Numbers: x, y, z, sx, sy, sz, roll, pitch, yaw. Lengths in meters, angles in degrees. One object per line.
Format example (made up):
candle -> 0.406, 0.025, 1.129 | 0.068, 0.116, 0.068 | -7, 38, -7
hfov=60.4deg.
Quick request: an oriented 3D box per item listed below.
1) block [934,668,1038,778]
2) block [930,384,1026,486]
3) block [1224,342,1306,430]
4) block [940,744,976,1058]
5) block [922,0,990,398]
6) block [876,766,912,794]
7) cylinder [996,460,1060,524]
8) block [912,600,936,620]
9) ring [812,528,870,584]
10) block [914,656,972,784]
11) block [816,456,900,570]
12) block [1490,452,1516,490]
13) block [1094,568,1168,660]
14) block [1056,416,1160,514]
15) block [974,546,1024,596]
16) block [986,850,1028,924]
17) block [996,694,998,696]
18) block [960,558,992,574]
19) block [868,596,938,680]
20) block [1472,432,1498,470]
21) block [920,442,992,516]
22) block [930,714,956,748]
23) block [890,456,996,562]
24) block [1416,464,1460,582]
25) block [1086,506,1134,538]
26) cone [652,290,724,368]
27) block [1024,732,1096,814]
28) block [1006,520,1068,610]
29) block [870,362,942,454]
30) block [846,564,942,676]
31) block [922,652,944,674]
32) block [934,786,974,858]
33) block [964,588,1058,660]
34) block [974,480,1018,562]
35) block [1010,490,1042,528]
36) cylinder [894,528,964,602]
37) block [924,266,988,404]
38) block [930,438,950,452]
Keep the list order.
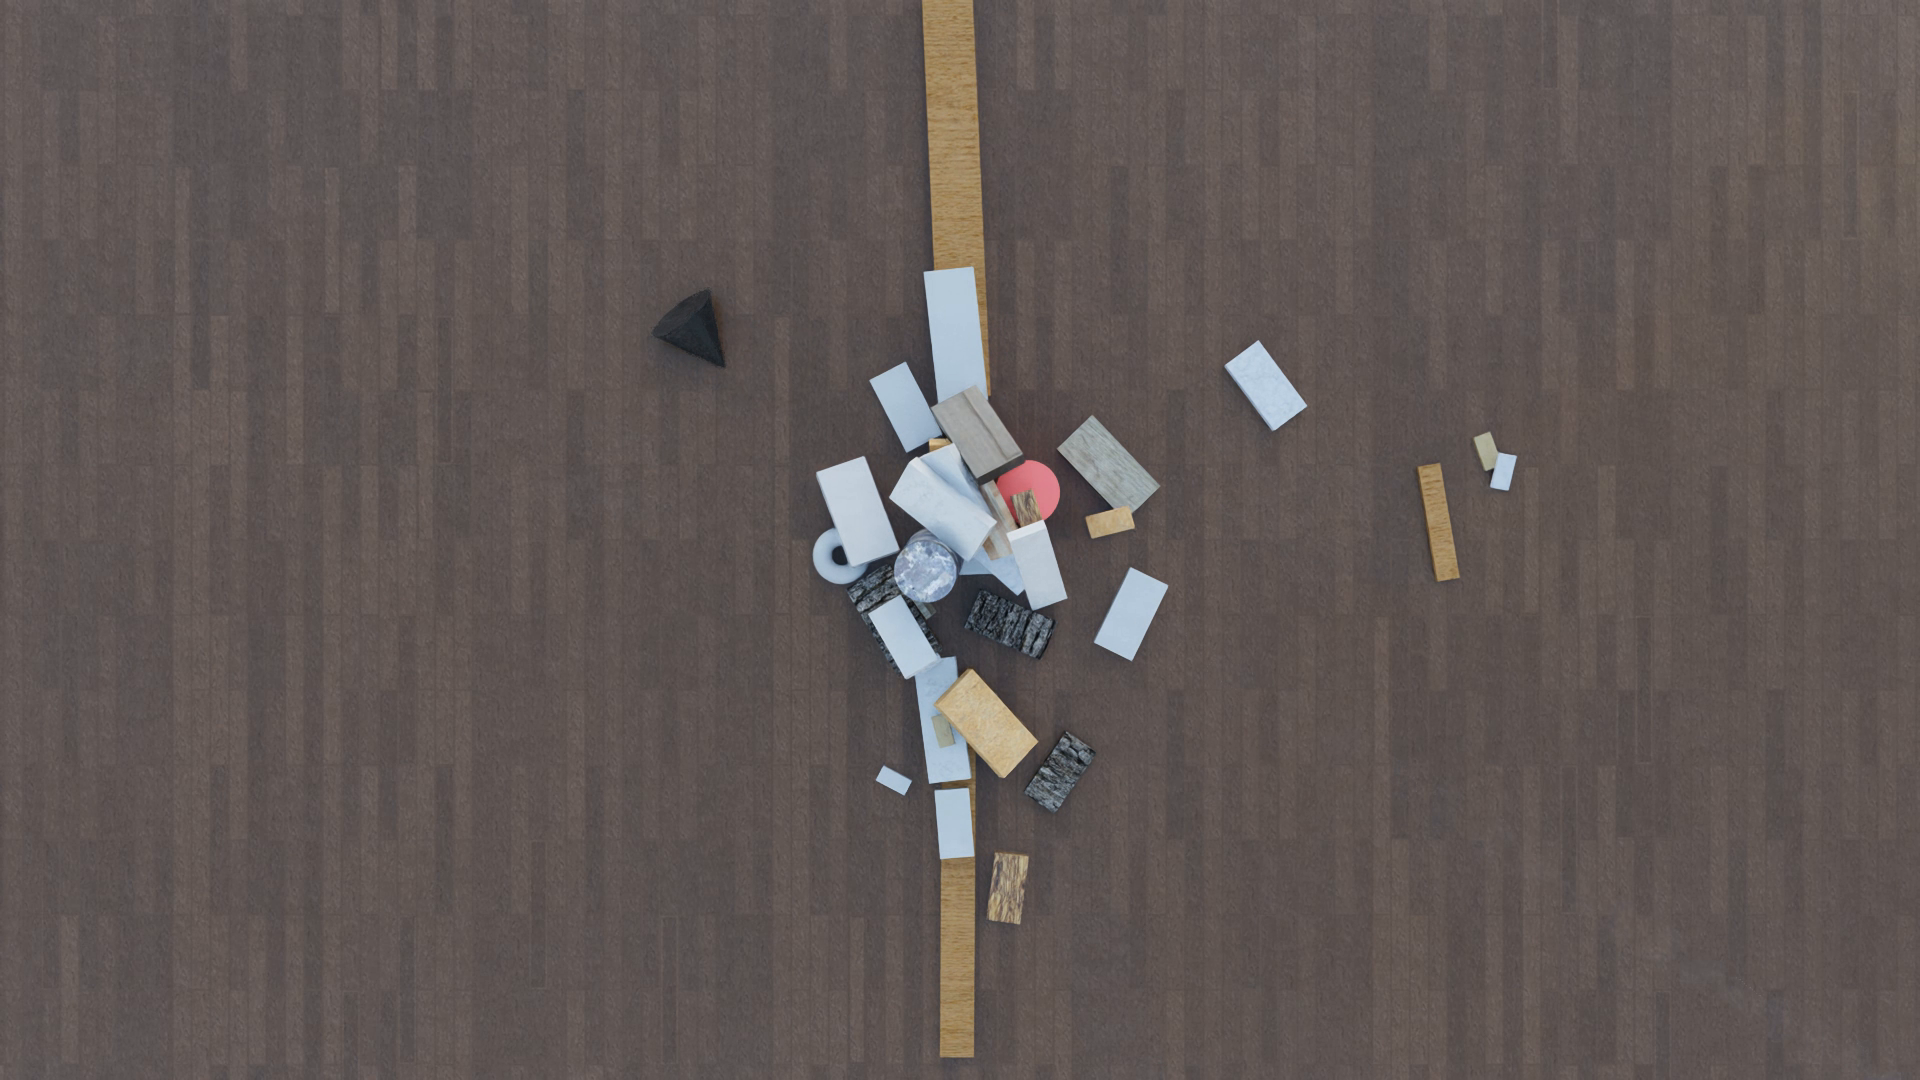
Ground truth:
block -> 0.085, 0.602, 5.422 | 0.167, 0.047, 0.335 | -45, 101, -17
block -> 0.056, -0.337, 5.285 | 0.167, 0.047, 0.335 | -28, 56, -6
block -> 1.015, -0.512, 5.481 | 0.135, 0.038, 0.271 | -37, 90, 0
block -> -0.006, 1.099, 5.484 | 0.113, 0.032, 1.233 | 0, 90, 0
block -> -0.012, -1.134, 5.476 | 0.167, 0.047, 1.324 | -3, 90, 0
block -> -0.220, 0.801, 5.492 | 0.107, 0.015, 0.054 | 28, 90, 0
cylinder -> 0.217, -0.153, 5.397 | 0.207, 0.207, 0.207 | 0, 90, 0
block -> -0.141, 0.185, 5.458 | 0.023, 0.080, 0.160 | -36, 90, 14
ring -> -0.392, 0.051, 5.468 | 0.191, 0.064, 0.191 | 0, 90, -4
block -> -0.058, 0.593, 5.448 | 0.139, 0.039, 0.404 | -8, 89, 7
block -> -0.338, -0.091, 5.439 | 0.167, 0.047, 0.335 | -20, 82, -11
block -> 1.805, -0.227, 5.479 | 0.059, 0.017, 0.117 | 10, 100, -6
block -> 0.567, 0.246, 5.480 | 0.139, 0.039, 0.277 | 26, 90, 0
block -> 0.492, -0.240, 5.477 | 0.163, 0.046, 0.327 | -44, 90, 0
block -> 0.125, 0.016, 5.411 | 0.327, 0.046, 0.163 | 41, 116, -8
block -> 0.158, 1.155, 5.484 | 0.112, 0.032, 0.225 | 8, 90, 0
block -> 0.073, 0.540, 5.469 | 0.107, 0.015, 0.054 | -4, 92, -25
block -> 0.073, 0.072, 5.481 | 0.160, 0.023, 0.080 | -2, 101, 0
block -> -0.184, 0.316, 5.373 | 0.123, 0.035, 0.247 | -31, 75, 0
block -> 1.756, -0.295, 5.492 | 0.059, 0.017, 0.117 | -20, 90, 0
block -> -0.015, -0.166, 5.272 | 0.135, 0.038, 0.269 | -20, 104, 39
block -> -0.055, 0.626, 5.420 | 0.054, 0.015, 0.107 | -16, 88, 6
block -> -0.056, -0.097, 5.282 | 0.335, 0.047, 0.167 | 39, 130, 9
block -> 1.591, -0.059, 5.490 | 0.074, 0.021, 0.387 | -10, 90, 0
block -> 0.497, -0.059, 5.459 | 0.148, 0.021, 0.074 | -14, 101, 20
cone -> -0.847, -0.657, 5.447 | 0.237, 0.237, 0.237 | -37, 117, 0
block -> 0.333, 0.771, 5.483 | 0.123, 0.035, 0.247 | 35, 90, 0
block -> 0.251, 0.086, 5.329 | 0.123, 0.404, 0.035 | -20, 52, 0
block -> -0.179, -0.440, 5.481 | 0.135, 0.038, 0.269 | -27, 90, 0
block -> -0.219, 0.261, 5.433 | 0.167, 0.047, 0.335 | -32, 75, 0
block -> -0.130, 0.352, 5.436 | 0.080, 0.023, 0.160 | -31, 74, 0
block -> -0.018, 0.935, 5.452 | 0.112, 0.032, 0.225 | -5, 90, 0
block -> 0.169, 0.281, 5.480 | 0.277, 0.039, 0.139 | 23, 90, 0
block -> 0.097, -0.073, 5.302 | 0.135, 0.038, 0.269 | -19, 104, 39
block -> 0.220, -0.082, 5.283 | 0.074, 0.021, 0.148 | -19, 90, 0
cylinder -> -0.099, 0.080, 5.376 | 0.202, 0.202, 0.202 | 2, 104, 7
block -> -0.013, -0.669, 5.429 | 0.163, 0.046, 0.439 | -6, 90, 0
block -> -0.028, -0.207, 5.406 | 0.135, 0.038, 0.271 | -2, 125, 0
